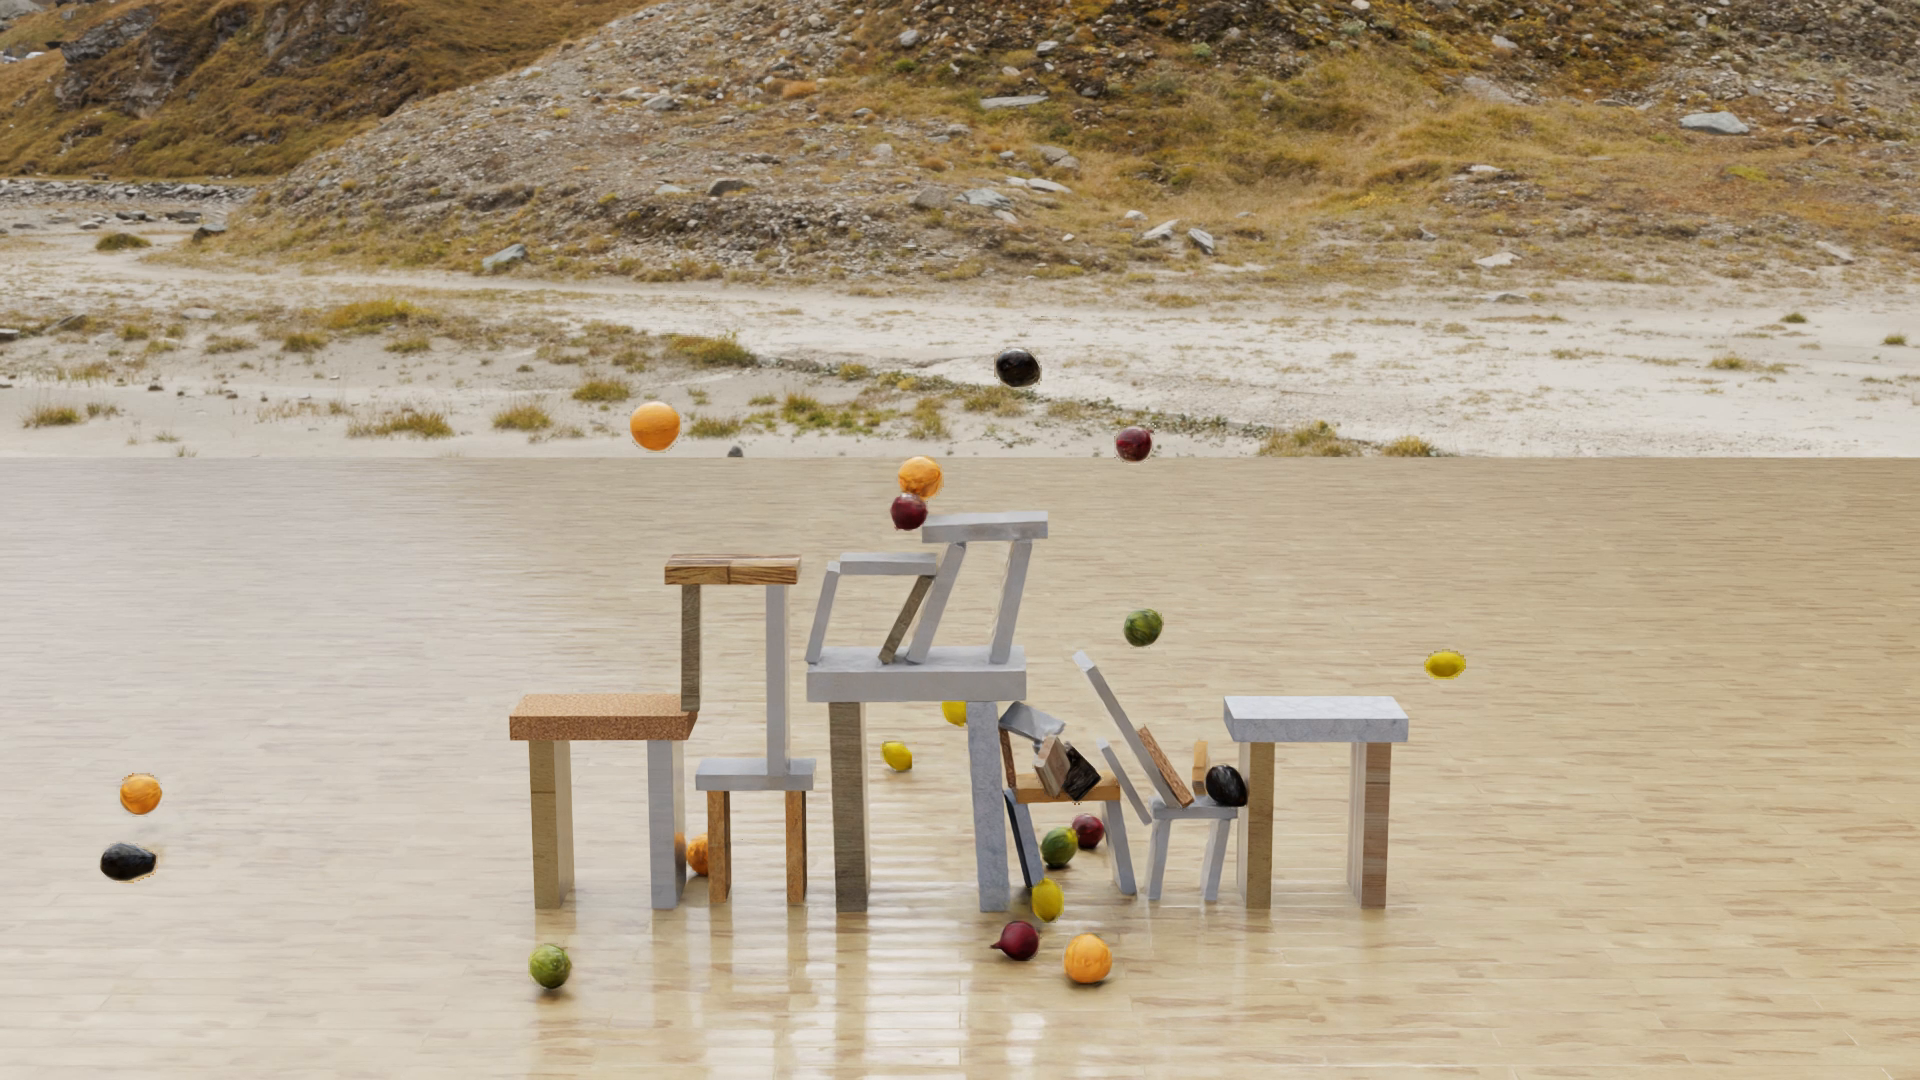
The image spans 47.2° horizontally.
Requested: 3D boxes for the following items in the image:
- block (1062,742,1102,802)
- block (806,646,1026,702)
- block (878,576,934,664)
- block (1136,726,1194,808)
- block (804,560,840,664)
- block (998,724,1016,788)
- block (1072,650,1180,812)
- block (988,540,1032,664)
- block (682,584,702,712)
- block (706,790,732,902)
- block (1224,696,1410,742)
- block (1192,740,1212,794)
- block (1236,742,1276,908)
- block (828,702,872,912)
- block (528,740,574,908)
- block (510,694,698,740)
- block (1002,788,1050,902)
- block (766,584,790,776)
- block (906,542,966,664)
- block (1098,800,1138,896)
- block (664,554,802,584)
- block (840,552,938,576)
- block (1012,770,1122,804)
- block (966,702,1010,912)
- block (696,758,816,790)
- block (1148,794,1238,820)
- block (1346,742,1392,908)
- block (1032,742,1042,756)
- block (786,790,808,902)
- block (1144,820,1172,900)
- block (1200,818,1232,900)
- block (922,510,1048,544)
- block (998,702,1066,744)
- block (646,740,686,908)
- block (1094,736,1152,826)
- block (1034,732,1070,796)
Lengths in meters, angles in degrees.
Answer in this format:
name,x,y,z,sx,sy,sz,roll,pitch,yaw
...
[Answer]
name,x,y,z,sx,sy,sz,roll,pitch,yaw
block,0.181,0.374,3.546,0.016,0.058,0.115,45,-3,43
block,-0.069,0.218,3.598,0.352,0.050,0.176,0,11,0
block,-0.087,0.121,3.580,0.022,0.156,0.078,27,11,-2
block,0.333,0.371,3.588,0.020,0.140,0.070,-33,-13,-1
block,-0.223,0.117,3.585,0.022,0.156,0.078,14,10,-2
block,0.078,0.352,3.614,0.014,0.099,0.049,-9,12,2
block,0.270,0.310,3.563,0.020,0.304,0.070,-34,24,-3
block,0.082,0.091,3.580,0.029,0.203,0.101,11,10,-2
block,-0.438,0.164,3.594,0.030,0.211,0.105,1,11,-4
block,-0.400,0.495,3.656,0.027,0.192,0.096,0,11,0
block,0.582,0.294,3.612,0.282,0.040,0.141,0,11,0
block,0.407,0.398,3.706,0.020,0.070,0.140,3,-27,11
block,0.488,0.452,3.641,0.040,0.282,0.141,0,11,0
block,-0.181,0.417,3.634,0.050,0.352,0.176,-1,11,0
block,-0.675,0.450,3.641,0.041,0.286,0.143,0,11,0
block,-0.582,0.290,3.607,0.286,0.041,0.143,0,11,0
block,0.110,0.505,3.656,0.024,0.171,0.086,-15,13,-7
block,-0.297,0.219,3.598,0.030,0.318,0.105,0,11,0
block,-0.038,0.094,3.581,0.029,0.203,0.101,20,10,-3
block,0.262,0.499,3.685,0.024,0.171,0.085,-12,12,-5
block,-0.366,0.047,3.566,0.211,0.030,0.105,0,11,0
block,-0.115,0.038,3.553,0.156,0.022,0.078,1,11,-1
block,0.174,0.408,3.637,0.171,0.024,0.085,-1,11,-6
block,0.046,0.416,3.635,0.050,0.352,0.176,-4,10,1
block,-0.336,0.387,3.636,0.192,0.027,0.096,0,11,0
block,0.385,0.442,3.644,0.139,0.020,0.069,-1,11,-3
block,0.676,0.452,3.641,0.040,0.282,0.141,0,11,0
block,0.149,0.349,3.589,0.014,0.099,0.049,-6,44,28
block,-0.272,0.495,3.656,0.027,0.192,0.096,0,11,0
block,0.329,0.521,3.658,0.020,0.139,0.069,7,10,-2
block,0.424,0.521,3.658,0.020,0.139,0.069,9,10,-3
block,0.041,-0.022,3.563,0.203,0.029,0.101,-2,11,2
block,0.117,0.298,3.567,0.099,0.014,0.049,21,56,31
block,-0.485,0.450,3.641,0.041,0.286,0.143,0,11,0
block,0.270,0.397,3.625,0.016,0.152,0.058,-30,11,0
block,0.144,0.350,3.429,0.016,0.058,0.115,17,-23,23
